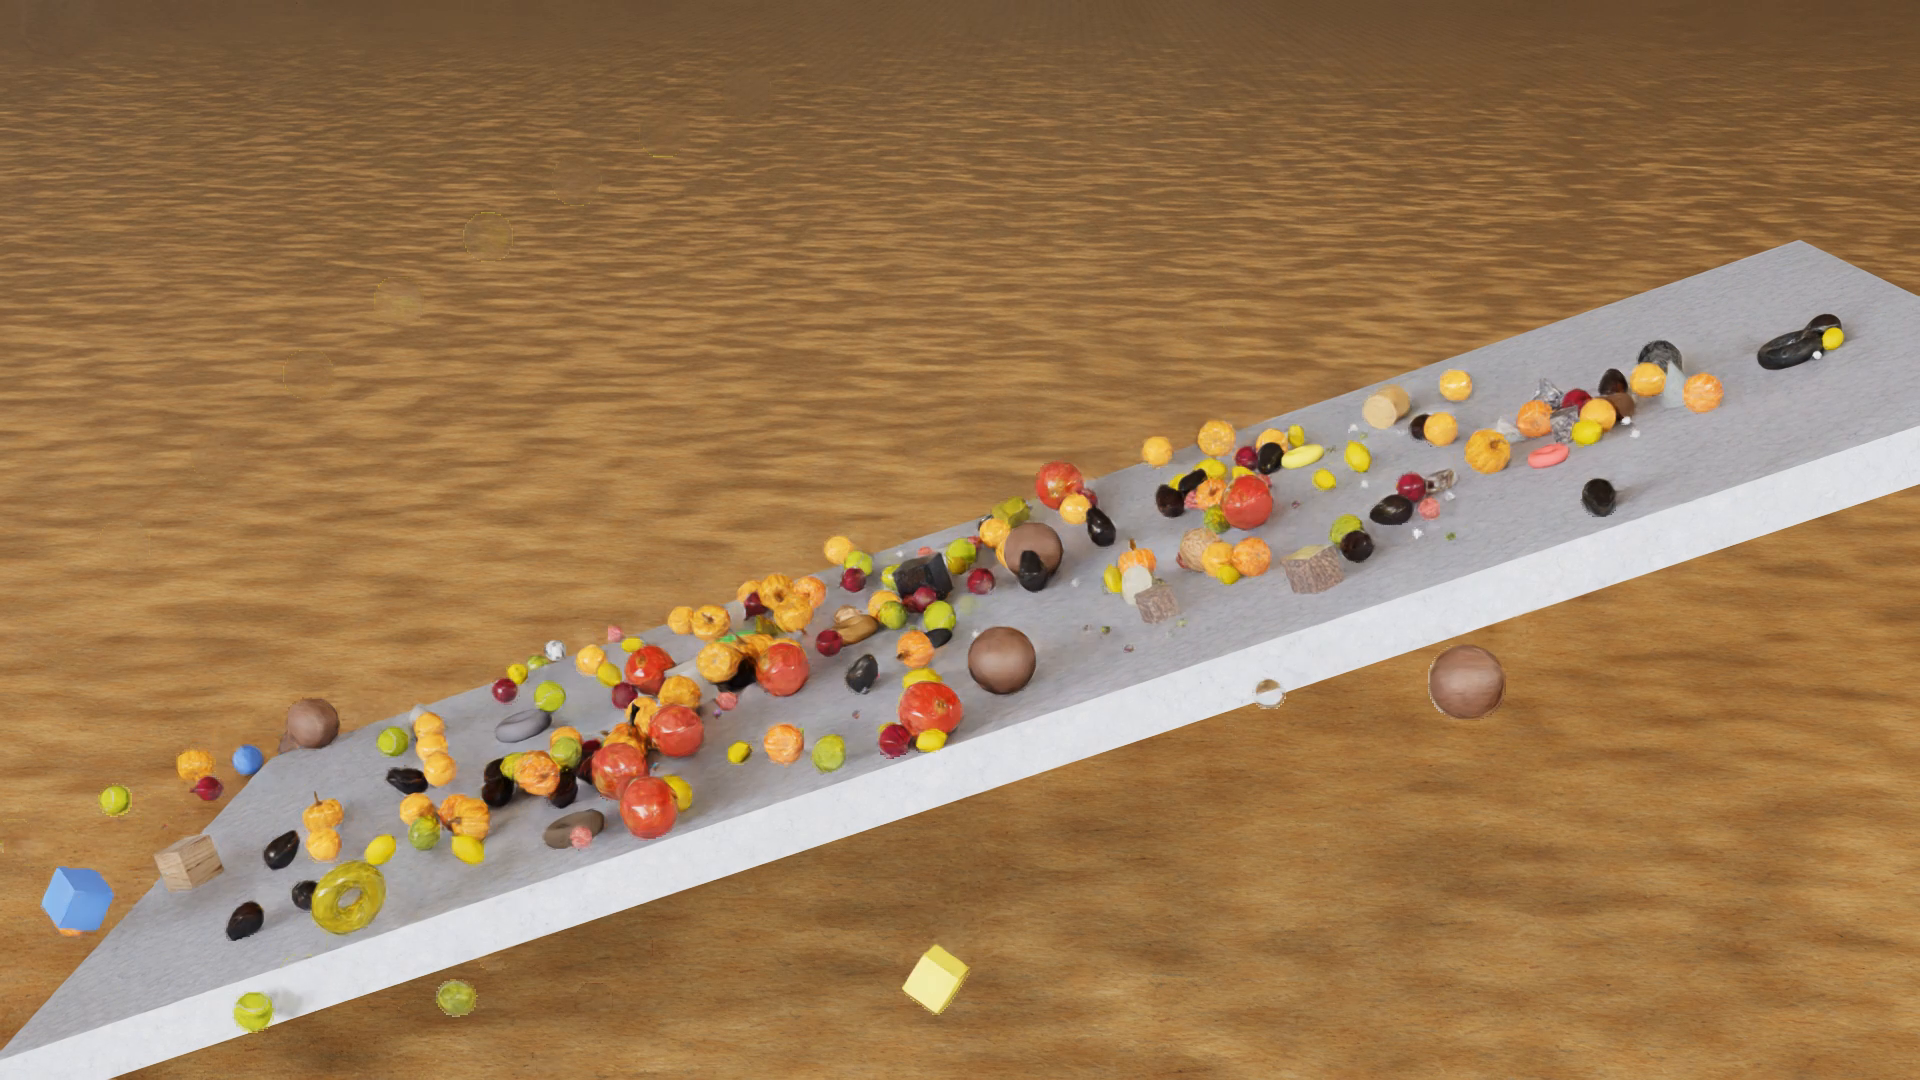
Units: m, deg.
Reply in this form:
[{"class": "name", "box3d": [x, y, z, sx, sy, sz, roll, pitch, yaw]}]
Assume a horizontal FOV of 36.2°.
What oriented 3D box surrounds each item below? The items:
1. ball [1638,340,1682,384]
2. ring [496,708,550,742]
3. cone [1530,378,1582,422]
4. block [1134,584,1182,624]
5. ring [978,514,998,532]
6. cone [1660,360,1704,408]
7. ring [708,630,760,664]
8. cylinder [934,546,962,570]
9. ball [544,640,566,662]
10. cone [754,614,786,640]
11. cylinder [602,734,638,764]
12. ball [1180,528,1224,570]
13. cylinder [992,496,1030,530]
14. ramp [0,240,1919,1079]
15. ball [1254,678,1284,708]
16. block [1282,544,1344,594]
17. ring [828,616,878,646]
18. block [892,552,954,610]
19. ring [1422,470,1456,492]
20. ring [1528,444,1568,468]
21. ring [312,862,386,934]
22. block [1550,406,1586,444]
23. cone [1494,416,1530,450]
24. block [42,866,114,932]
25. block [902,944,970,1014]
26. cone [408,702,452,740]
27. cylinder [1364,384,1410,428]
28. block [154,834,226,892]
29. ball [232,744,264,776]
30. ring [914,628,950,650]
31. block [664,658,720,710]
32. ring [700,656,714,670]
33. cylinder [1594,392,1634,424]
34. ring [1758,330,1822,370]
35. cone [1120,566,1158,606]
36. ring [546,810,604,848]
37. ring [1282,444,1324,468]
[{"class": "ball", "box3d": [1.454, -0.369, 6.105, 0.090, 0.090, 0.090, 0, 12, 0]}, {"class": "ring", "box3d": [-0.992, 0.422, 6.678, 0.133, 0.044, 0.133, -18, 11, 4]}, {"class": "cone", "box3d": [1.256, -0.283, 6.157, 0.097, 0.097, 0.097, 16, 18, 23]}, {"class": "block", "box3d": [0.382, 0.124, 5.680, 0.058, 0.058, 0.058, -24, 12, -18]}, {"class": "ring", "box3d": [0.082, -0.044, 7.090, 0.086, 0.029, 0.086, -20, 10, 4]}, {"class": "cone", "box3d": [1.438, -0.322, 5.908, 0.088, 0.088, 0.088, -19, 11, 4]}, {"class": "ring", "box3d": [-0.514, 0.244, 6.706, 0.128, 0.043, 0.128, -18, 12, 4]}, {"class": "cylinder", "box3d": [-0.030, 0.043, 6.807, 0.051, 0.051, 0.051, -10, 3, -37]}, {"class": "ball", "box3d": [-1.016, 0.278, 7.384, 0.054, 0.054, 0.054, 0, 12, 0]}, {"class": "cone", "box3d": [-0.431, 0.206, 6.777, 0.066, 0.066, 0.066, 8, 9, -20]}, {"class": "cylinder", "box3d": [-0.698, 0.430, 6.043, 0.057, 0.057, 0.057, 5, -3, 22]}, {"class": "ball", "box3d": [0.487, 0.018, 5.928, 0.088, 0.088, 0.088, 0, 12, 0]}, {"class": "cylinder", "box3d": [0.123, -0.064, 7.021, 0.064, 0.064, 0.064, -26, 24, -28]}, {"class": "ramp", "box3d": [0.111, 0.179, 6.301, 4.000, 0.100, 2.000, -19, 11, 6]}, {"class": "ball", "box3d": [0.542, 0.268, 5.161, 0.050, 0.050, 0.050, 0, 12, 0]}, {"class": "block", "box3d": [0.660, 0.055, 5.491, 0.071, 0.071, 0.071, -27, 13, -31]}, {"class": "ring", "box3d": [-0.235, 0.199, 6.447, 0.117, 0.039, 0.117, -19, 12, 4]}, {"class": "block", "box3d": [-0.083, 0.092, 6.561, 0.090, 0.090, 0.090, -15, 12, 21]}, {"class": "ring", "box3d": [0.964, -0.118, 5.917, 0.076, 0.025, 0.076, -21, 14, 6]}, {"class": "ring", "box3d": [1.160, -0.166, 5.799, 0.083, 0.028, 0.083, -20, 12, 4]}, {"class": "ring", "box3d": [-1.130, 0.662, 5.438, 0.148, 0.148, 0.049, -10, 31, -37]}, {"class": "block", "box3d": [1.223, -0.231, 5.921, 0.058, 0.058, 0.058, -16, 12, 17]}, {"class": "cone", "box3d": [1.142, -0.215, 6.056, 0.072, 0.072, 0.072, 11, 15, 12]}, {"class": "block", "box3d": [-1.823, 0.742, 6.078, 0.091, 0.091, 0.091, 13, 19, -46]}, {"class": "block", "box3d": [-0.043, 0.790, 5.301, 0.077, 0.077, 0.077, 34, 15, 9]}, {"class": "cone", "box3d": [-1.260, 0.444, 7.044, 0.092, 0.092, 0.092, 10, 14, 11]}, {"class": "cylinder", "box3d": [0.967, -0.302, 6.657, 0.079, 0.079, 0.079, 8, 25, 32]}, {"class": "block", "box3d": [-1.675, 0.702, 6.393, 0.090, 0.090, 0.090, -11, 14, 40]}, {"class": "ball", "box3d": [-1.852, 0.573, 7.651, 0.079, 0.079, 0.079, 0, 12, 0]}, {"class": "ring", "box3d": [-0.057, 0.207, 6.125, 0.080, 0.027, 0.080, -19, 12, 4]}, {"class": "block", "box3d": [-0.583, 0.313, 6.387, 0.083, 0.083, 0.083, -23, 12, -17]}, {"class": "ring", "box3d": [-0.601, 0.290, 6.661, 0.094, 0.031, 0.094, -20, 10, 4]}, {"class": "cylinder", "box3d": [1.318, -0.266, 5.930, 0.057, 0.057, 0.057, -9, 3, 44]}, {"class": "ring", "box3d": [1.668, -0.382, 5.911, 0.133, 0.044, 0.133, -23, 12, 5]}, {"class": "cone", "box3d": [0.380, 0.095, 5.879, 0.082, 0.082, 0.082, 12, 4, 44]}, {"class": "ring", "box3d": [-0.736, 0.552, 5.615, 0.120, 0.040, 0.120, -18, 12, 4]}, {"class": "ring", "box3d": [0.766, -0.186, 6.574, 0.098, 0.033, 0.098, -19, 10, 3]}]
